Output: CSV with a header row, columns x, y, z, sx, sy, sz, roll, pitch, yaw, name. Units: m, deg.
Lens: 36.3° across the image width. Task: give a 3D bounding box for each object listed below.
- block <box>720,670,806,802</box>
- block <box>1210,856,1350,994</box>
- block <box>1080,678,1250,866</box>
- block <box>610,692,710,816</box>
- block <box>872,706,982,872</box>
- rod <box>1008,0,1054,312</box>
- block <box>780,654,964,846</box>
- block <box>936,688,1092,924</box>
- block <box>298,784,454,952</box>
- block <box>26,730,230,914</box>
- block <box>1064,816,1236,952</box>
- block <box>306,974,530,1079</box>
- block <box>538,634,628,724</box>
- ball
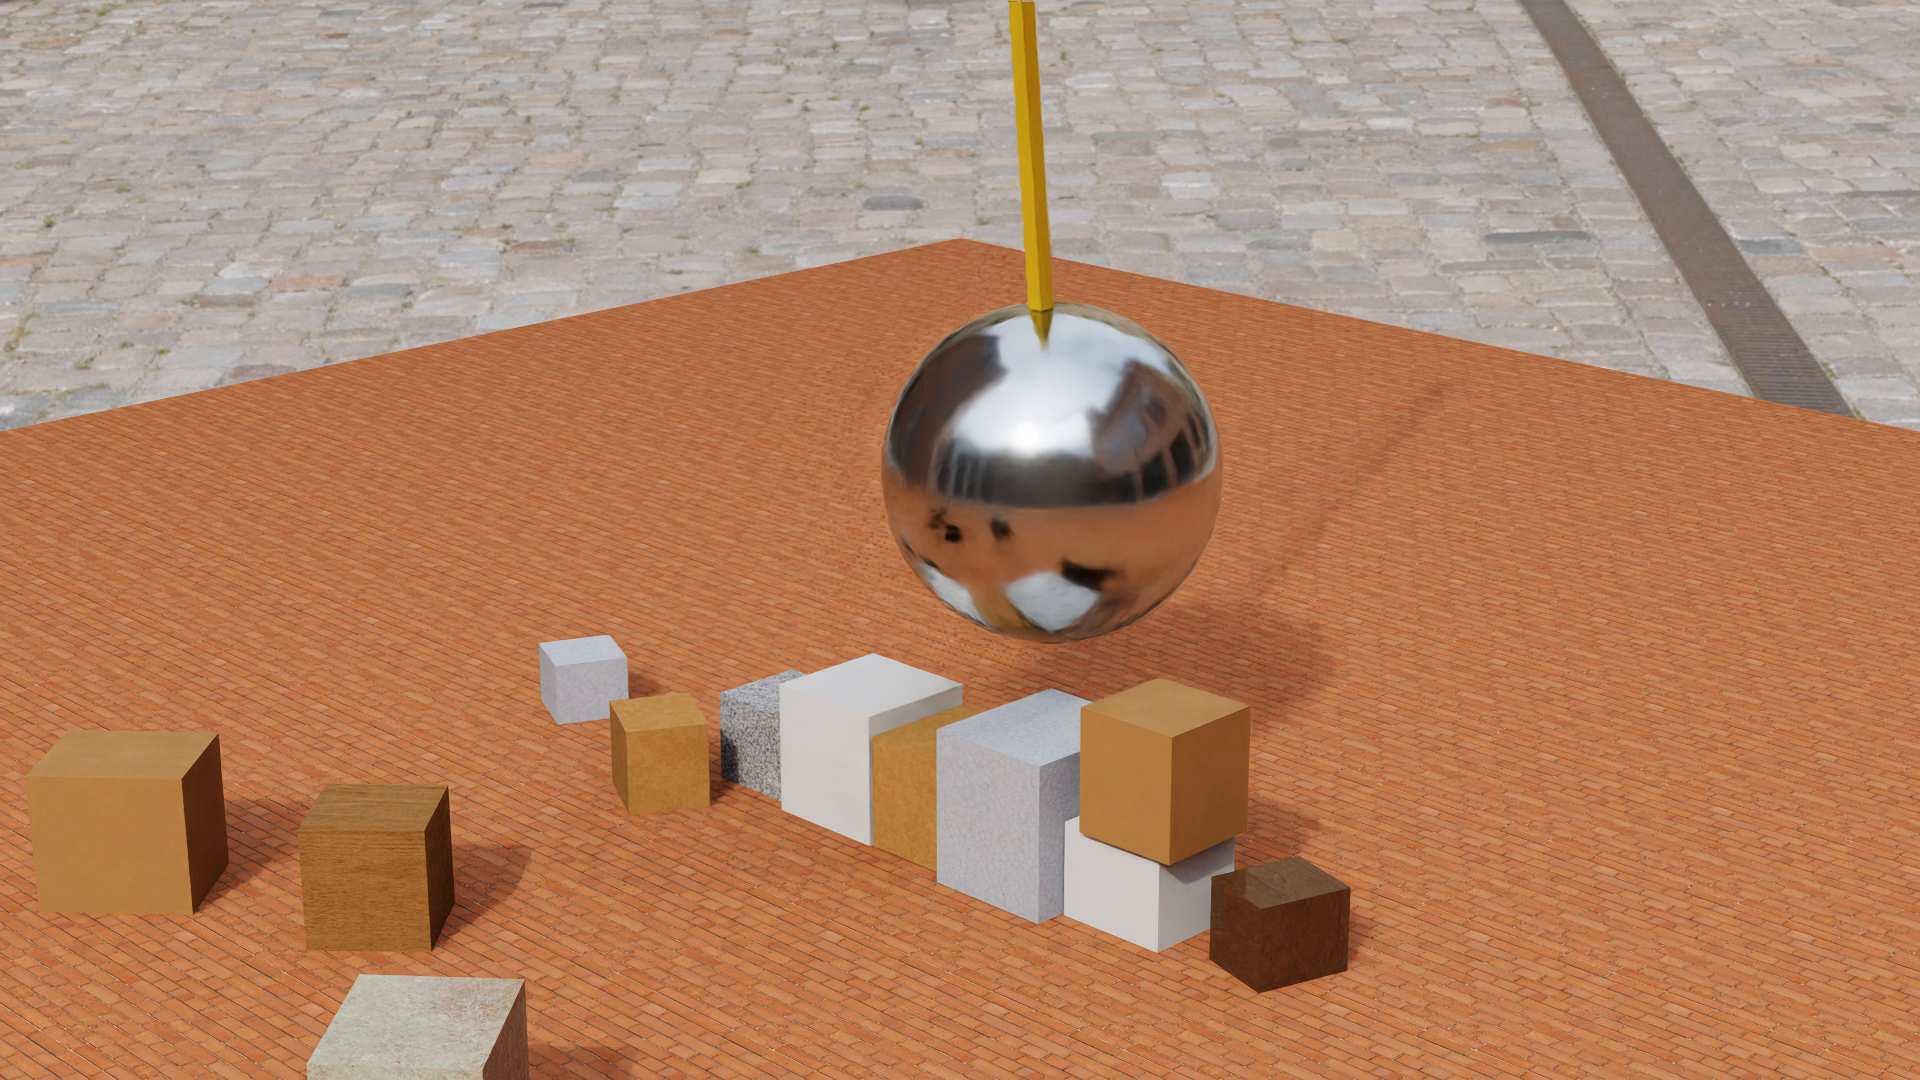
x,y,z,sx,sy,sz,roll,pitch,yaw,name
-0.834,0.970,14.512,0.482,0.446,0.514,-17,24,-42,block
1.361,1.635,12.495,0.454,0.387,0.376,-9,20,-27,block
0.887,0.995,12.712,0.514,0.583,0.524,16,24,42,block
-1.468,1.041,14.319,0.398,0.428,0.447,-5,18,-16,block
-0.025,1.165,13.719,0.580,0.551,0.495,-17,24,-42,block
0.185,-3.472,12.445,0.080,5.200,0.080,17,30,42,rod
-0.424,0.997,14.090,0.619,0.649,0.623,-17,24,-42,block
0.385,1.193,13.303,0.749,0.747,0.637,-17,24,-42,block
-2.548,1.431,12.844,0.544,0.568,0.518,1,17,2,block
-3.745,1.268,13.227,0.696,0.649,0.565,1,17,3,block
0.836,1.458,12.957,0.550,0.449,0.507,17,24,42,block
-1.949,2.056,10.662,0.622,0.683,0.715,1,17,4,block
-1.985,0.734,15.467,0.383,0.324,0.383,-6,19,-20,block
0.427,-0.318,13.690,1.600,1.600,1.600,0,17,0,ball
